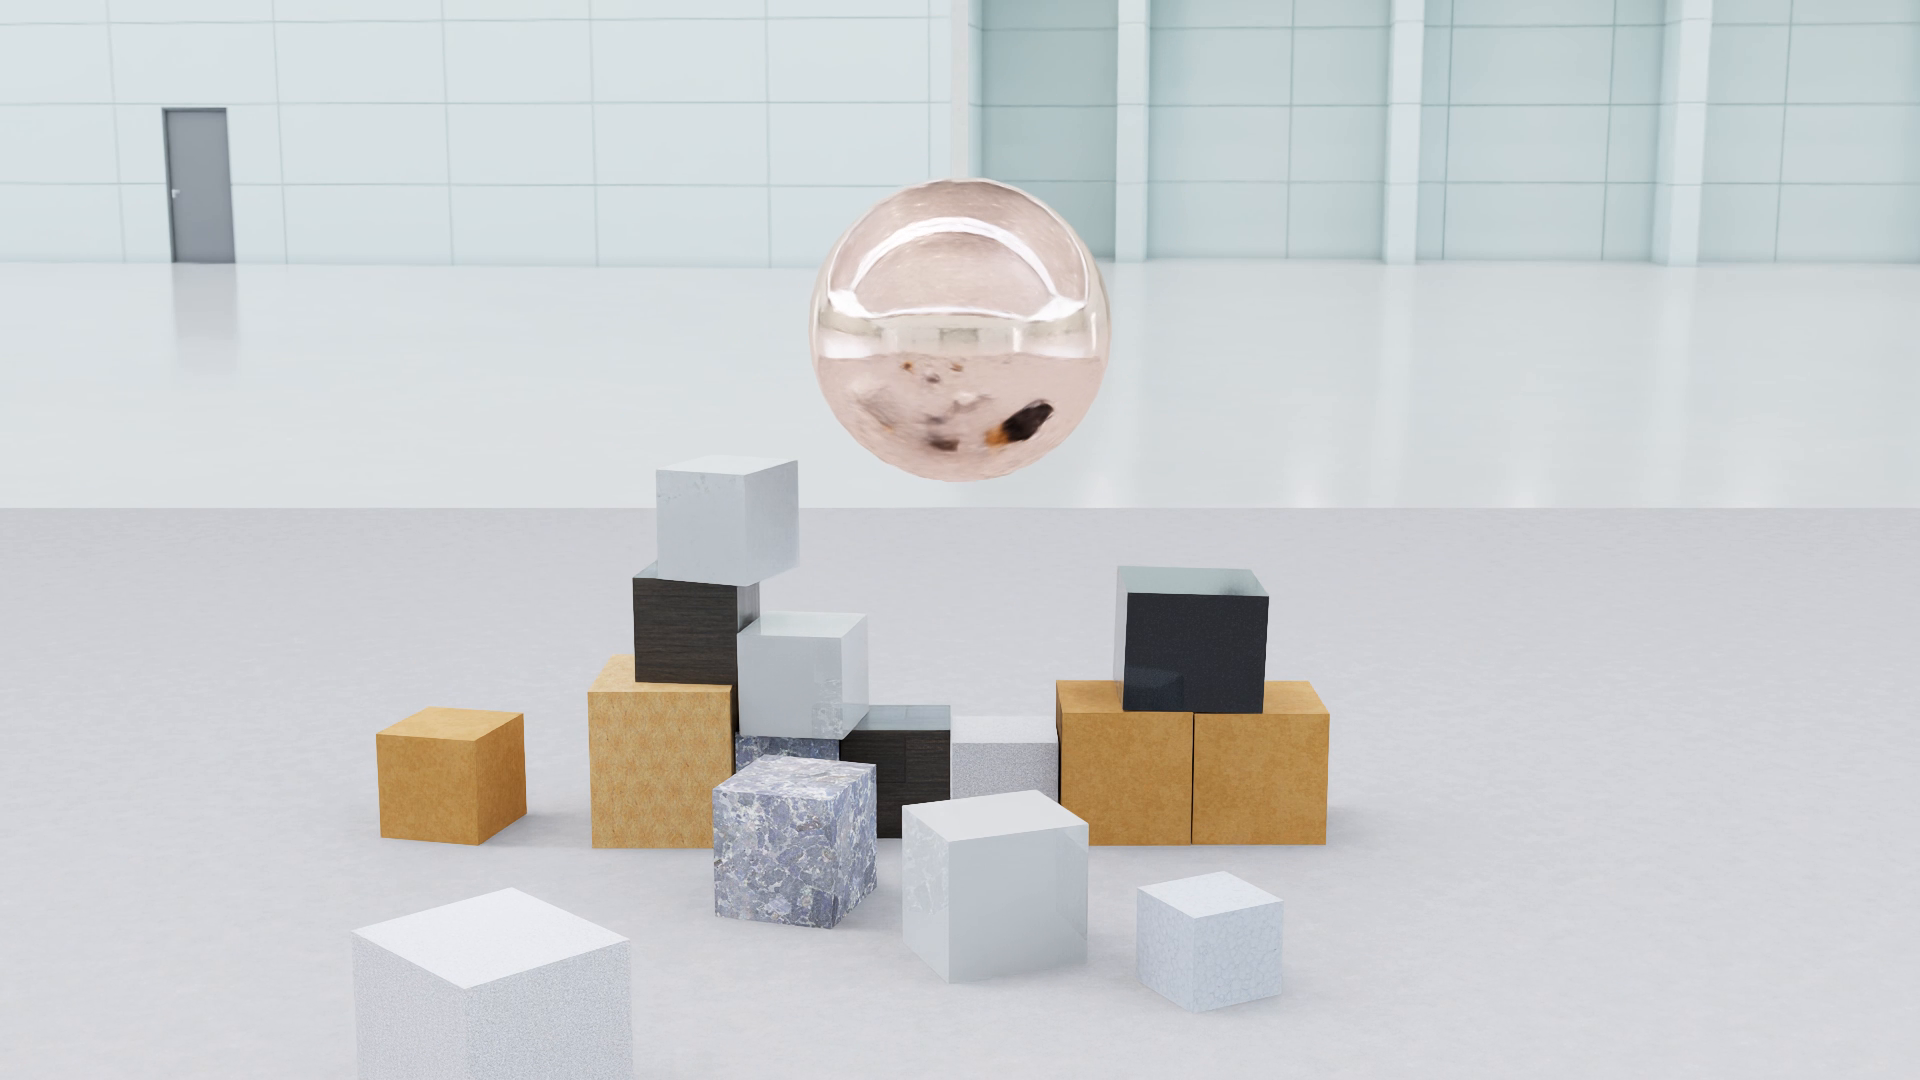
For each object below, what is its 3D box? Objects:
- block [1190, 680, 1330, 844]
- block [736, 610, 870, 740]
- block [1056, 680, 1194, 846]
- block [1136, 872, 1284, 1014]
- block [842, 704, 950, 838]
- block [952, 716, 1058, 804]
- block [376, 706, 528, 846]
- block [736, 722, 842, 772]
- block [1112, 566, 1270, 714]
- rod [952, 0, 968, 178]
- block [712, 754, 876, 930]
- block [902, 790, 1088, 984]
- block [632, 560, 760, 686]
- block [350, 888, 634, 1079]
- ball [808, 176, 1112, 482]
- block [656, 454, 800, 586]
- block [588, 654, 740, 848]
[{"bbox_3d":[1.509,1.142,11.376,0.675,0.682,0.683,0,10,0],"label":"block"},{"bbox_3d":[-0.792,0.680,11.203,0.534,0.518,0.566,1,10,11],"label":"block"},{"bbox_3d":[0.836,1.141,11.356,0.653,0.692,0.670,0,10,0],"label":"block"},{"bbox_3d":[1.042,1.676,9.208,0.445,0.407,0.425,-6,12,-28],"label":"block"},{"bbox_3d":[-0.325,1.195,11.399,0.552,0.570,0.505,0,10,0],"label":"block"},{"bbox_3d":[0.230,1.226,11.422,0.538,0.501,0.516,0,10,0],"label":"block"},{"bbox_3d":[-2.622,1.212,11.373,0.544,0.546,0.564,3,11,14],"label":"block"},{"bbox_3d":[-0.872,1.196,11.406,0.521,0.565,0.558,0,10,0],"label":"block"},{"bbox_3d":[1.169,0.501,11.266,0.701,0.599,0.695,2,10,0],"label":"block"},{"bbox_3d":[0.000,-4.375,10.640,0.080,5.200,0.080,0,16,0],"label":"rod"},{"bbox_3d":[-0.759,1.392,10.225,0.568,0.603,0.610,3,11,17],"label":"block"},{"bbox_3d":[0.148,1.497,9.580,0.646,0.626,0.545,-4,11,-22],"label":"block"},{"bbox_3d":[-1.341,0.413,11.262,0.534,0.539,0.516,1,10,7],"label":"block"},{"bbox_3d":[-1.684,1.759,7.930,0.673,0.702,0.766,-10,14,-43],"label":"block"},{"bbox_3d":[0.000,-1.104,11.568,1.600,1.600,1.600,0,10,0],"label":"ball"},{"bbox_3d":[-1.165,-0.108,11.078,0.496,0.552,0.575,4,11,22],"label":"block"},{"bbox_3d":[-1.495,1.079,11.368,0.704,0.810,0.807,0,10,0],"label":"block"}]
